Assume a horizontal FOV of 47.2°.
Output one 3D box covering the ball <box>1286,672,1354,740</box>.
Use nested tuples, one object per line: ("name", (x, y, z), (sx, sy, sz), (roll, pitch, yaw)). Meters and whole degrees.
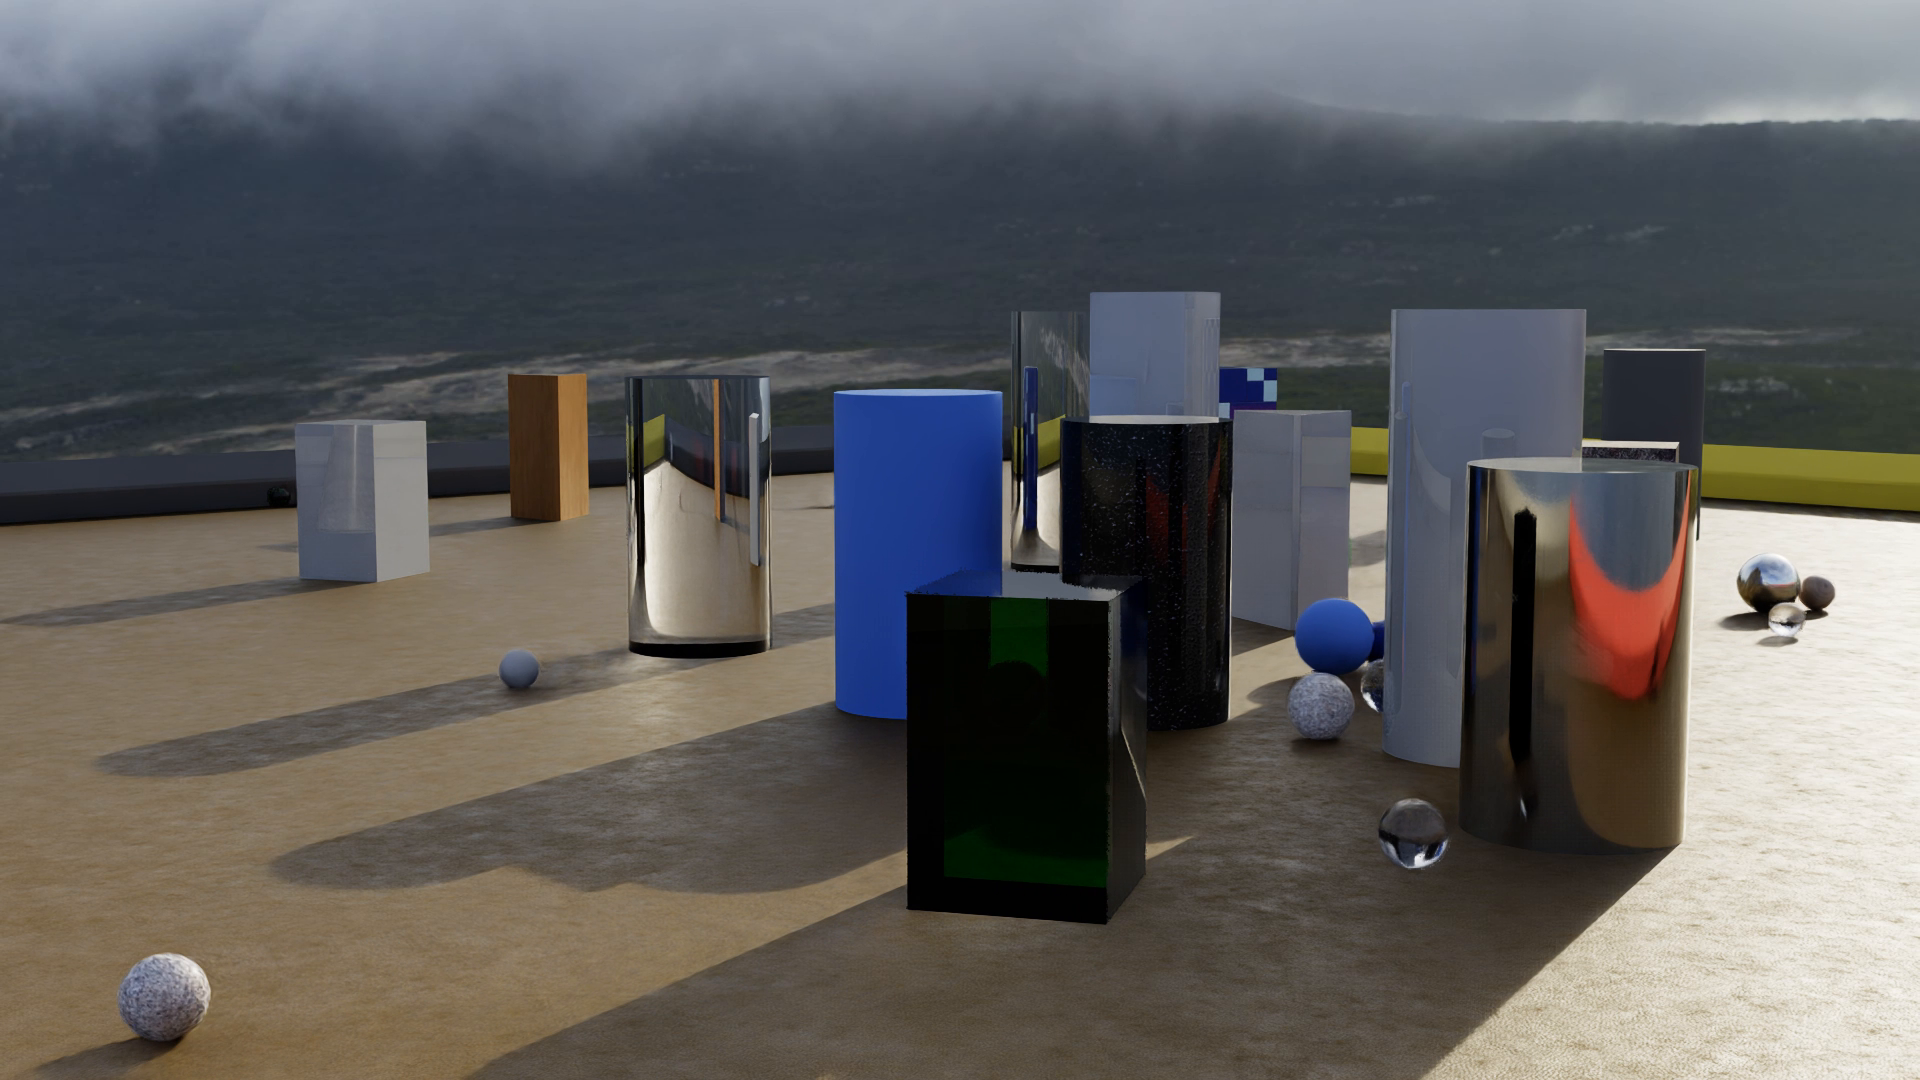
("ball", (0.373, 0.171, 2.273), (0.069, 0.069, 0.069), (0, 6, 0))

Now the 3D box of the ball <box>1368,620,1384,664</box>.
("ball", (0.526, 0.129, 2.712), (0.061, 0.061, 0.061), (0, 6, 0))

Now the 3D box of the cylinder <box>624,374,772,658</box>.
("cylinder", (-0.340, -0.035, 2.870), (0.188, 0.354, 0.188), (0, 6, 0))

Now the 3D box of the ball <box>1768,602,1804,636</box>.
("ball", (1.120, 0.108, 2.981), (0.047, 0.047, 0.047), (0, 6, 0))

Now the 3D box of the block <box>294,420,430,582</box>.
("block", (-0.992, -0.068, 3.655), (0.150, 0.255, 0.150), (2, 6, 20))

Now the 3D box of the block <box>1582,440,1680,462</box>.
("block", (0.945, -0.012, 3.152), (0.150, 0.250, 0.150), (2, 6, 20))

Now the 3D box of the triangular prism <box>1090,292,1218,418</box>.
("triangular prism", (0.265, -0.070, 2.685), (0.141, 0.462, 0.163), (-5, 8, -42))

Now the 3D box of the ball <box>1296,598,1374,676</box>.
("ball", (0.454, 0.118, 2.665), (0.094, 0.094, 0.094), (0, 6, 0))

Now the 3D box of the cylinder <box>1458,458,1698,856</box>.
("cylinder", (0.524, 0.092, 1.870), (0.188, 0.312, 0.188), (0, 6, 0))

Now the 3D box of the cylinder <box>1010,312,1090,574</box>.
("cylinder", (0.181, -0.170, 3.749), (0.188, 0.437, 0.188), (0, 6, 0))

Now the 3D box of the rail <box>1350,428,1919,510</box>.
("rail", (1.857, -0.148, 5.036), (0.045, 0.122, 4.497), (-6, 8, -42))

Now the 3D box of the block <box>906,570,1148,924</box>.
("block", (0.054, 0.151, 1.671), (0.150, 0.236, 0.150), (2, 6, 16))

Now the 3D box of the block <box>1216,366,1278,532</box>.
("block", (0.528, -0.183, 4.418), (0.150, 0.324, 0.150), (-4, 7, -30))

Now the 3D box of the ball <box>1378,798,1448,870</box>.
("ball", (0.360, 0.234, 1.749), (0.056, 0.056, 0.056), (0, 6, 0))

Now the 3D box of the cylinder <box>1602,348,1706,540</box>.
("cylinder", (1.335, -0.185, 4.245), (0.188, 0.363, 0.188), (0, 6, 0))

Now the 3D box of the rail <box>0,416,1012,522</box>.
("rail", (-1.509, -0.140, 4.958), (5.100, 0.122, 0.045), (-6, 8, -42))

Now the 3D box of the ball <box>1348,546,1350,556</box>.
("ball", (0.602, 0.018, 3.645), (0.087, 0.087, 0.087), (0, 6, 0))

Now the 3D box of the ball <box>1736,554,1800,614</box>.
("ball", (1.180, 0.063, 3.209), (0.088, 0.088, 0.088), (0, 6, 0))

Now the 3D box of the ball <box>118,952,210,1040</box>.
("ball", (-0.485, 0.279, 1.341), (0.053, 0.053, 0.053), (0, 6, 0))

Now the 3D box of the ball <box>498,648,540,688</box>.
("ball", (-0.517, 0.150, 2.579), (0.047, 0.047, 0.047), (0, 6, 0))

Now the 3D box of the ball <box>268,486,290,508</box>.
("ball", (-1.521, -0.097, 4.917), (0.046, 0.046, 0.046), (0, 6, 0))

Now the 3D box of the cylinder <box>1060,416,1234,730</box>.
("cylinder", (0.202, 0.031, 2.395), (0.188, 0.324, 0.188), (0, 6, 0))

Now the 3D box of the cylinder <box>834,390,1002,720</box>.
("cylinder", (-0.046, 0.010, 2.460), (0.188, 0.351, 0.188), (0, 6, 0))

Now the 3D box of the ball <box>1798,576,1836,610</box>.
("ball", (1.262, 0.078, 3.241), (0.052, 0.052, 0.052), (0, 6, 0))

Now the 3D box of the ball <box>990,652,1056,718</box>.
("ball", (0.068, 0.158, 2.387), (0.072, 0.072, 0.072), (0, 6, 0))

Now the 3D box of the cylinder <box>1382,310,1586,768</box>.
("cylinder", (0.521, -0.008, 2.195), (0.188, 0.442, 0.188), (0, 6, 0))

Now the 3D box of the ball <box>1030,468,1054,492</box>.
("ball", (0.200, -0.147, 5.338), (0.058, 0.058, 0.058), (0, 6, 0))

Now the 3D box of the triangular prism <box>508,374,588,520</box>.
("triangular prism", (-0.852, -0.202, 4.688), (0.163, 0.303, 0.141), (5, 8, 42))

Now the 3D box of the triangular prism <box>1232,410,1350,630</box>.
("triangular prism", (0.452, -0.034, 3.130), (0.141, 0.298, 0.163), (4, 7, 36))

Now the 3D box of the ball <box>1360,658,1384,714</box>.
("ball", (0.472, 0.160, 2.412), (0.064, 0.064, 0.064), (0, 6, 0))
